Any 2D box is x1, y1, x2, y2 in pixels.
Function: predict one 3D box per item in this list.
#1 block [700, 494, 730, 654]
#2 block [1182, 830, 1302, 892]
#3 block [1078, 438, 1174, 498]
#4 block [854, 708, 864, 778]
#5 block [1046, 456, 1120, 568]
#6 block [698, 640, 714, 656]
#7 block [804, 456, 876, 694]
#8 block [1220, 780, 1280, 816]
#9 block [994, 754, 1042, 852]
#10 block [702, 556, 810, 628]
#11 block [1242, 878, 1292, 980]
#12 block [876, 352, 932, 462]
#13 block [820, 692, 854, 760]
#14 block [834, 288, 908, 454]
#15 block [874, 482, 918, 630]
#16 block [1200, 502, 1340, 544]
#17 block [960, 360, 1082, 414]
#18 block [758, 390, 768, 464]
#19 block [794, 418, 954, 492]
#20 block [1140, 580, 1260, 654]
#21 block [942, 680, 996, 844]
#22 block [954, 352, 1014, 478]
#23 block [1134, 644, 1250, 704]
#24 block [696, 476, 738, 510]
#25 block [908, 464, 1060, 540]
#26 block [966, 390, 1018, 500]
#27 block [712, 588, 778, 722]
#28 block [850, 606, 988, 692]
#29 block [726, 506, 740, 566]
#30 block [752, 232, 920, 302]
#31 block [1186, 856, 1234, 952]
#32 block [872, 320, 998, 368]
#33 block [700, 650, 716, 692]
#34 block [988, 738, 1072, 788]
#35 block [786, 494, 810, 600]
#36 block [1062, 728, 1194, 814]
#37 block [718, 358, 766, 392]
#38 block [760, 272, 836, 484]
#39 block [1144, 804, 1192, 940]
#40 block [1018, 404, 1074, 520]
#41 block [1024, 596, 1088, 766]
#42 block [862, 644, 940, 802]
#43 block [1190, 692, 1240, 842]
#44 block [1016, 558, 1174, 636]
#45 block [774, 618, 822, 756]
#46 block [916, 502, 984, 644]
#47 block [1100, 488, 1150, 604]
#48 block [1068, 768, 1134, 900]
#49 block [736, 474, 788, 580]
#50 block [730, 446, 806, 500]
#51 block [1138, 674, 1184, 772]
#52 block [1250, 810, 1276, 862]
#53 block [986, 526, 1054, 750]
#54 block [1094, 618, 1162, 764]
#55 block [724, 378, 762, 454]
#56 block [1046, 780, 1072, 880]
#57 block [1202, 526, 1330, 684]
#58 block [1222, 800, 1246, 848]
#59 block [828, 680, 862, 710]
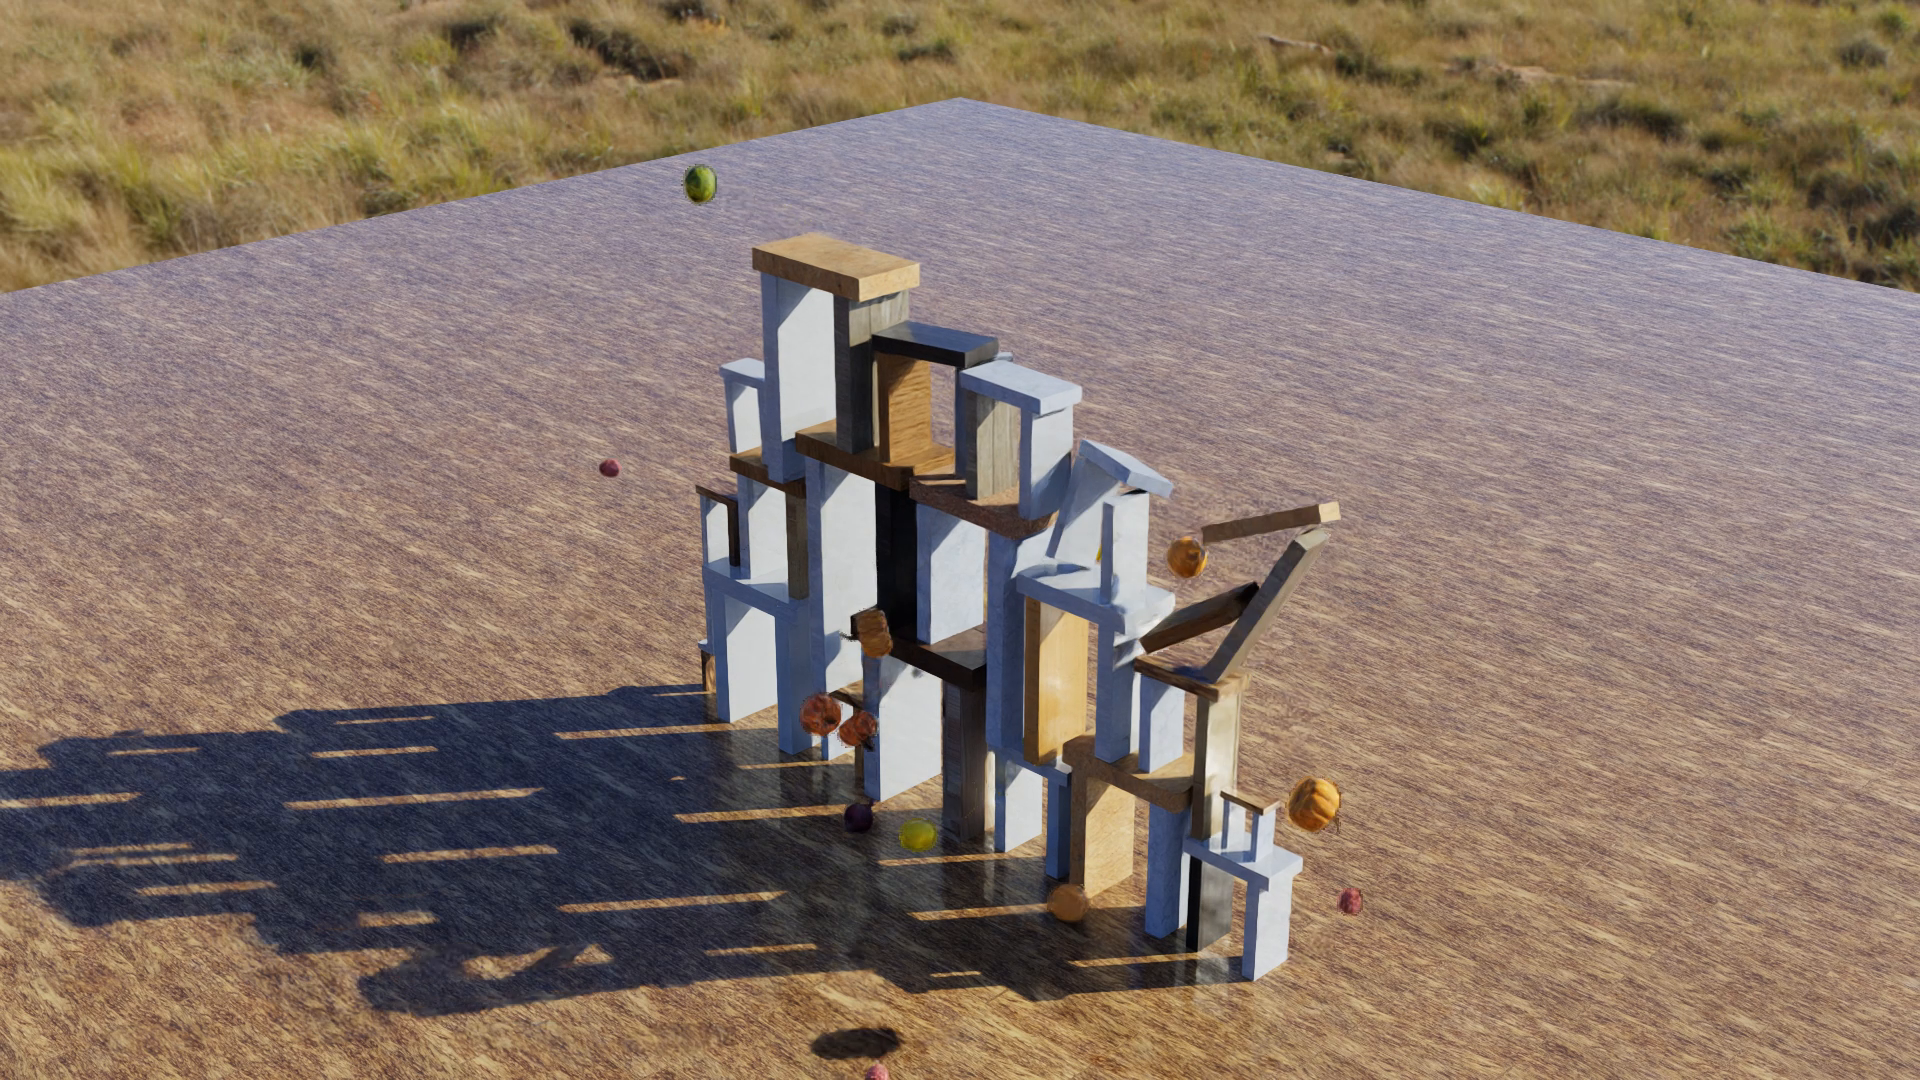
[{"bbox_3d":[-0.529,0.068,4.824,0.019,0.376,0.068,21,31,41],"label":"block"},{"bbox_3d":[0.502,0.559,3.912,0.194,0.027,0.097,21,31,41],"label":"block"},{"bbox_3d":[0.298,-0.130,3.969,0.095,0.027,0.190,16,12,-29],"label":"block"},{"bbox_3d":[-0.184,0.410,4.593,0.022,0.157,0.079,21,31,41],"label":"block"},{"bbox_3d":[0.229,-0.049,4.025,0.095,0.190,0.027,14,6,-37],"label":"block"},{"bbox_3d":[-0.534,0.242,4.913,0.101,0.014,0.050,21,31,41],"label":"block"},{"bbox_3d":[-0.239,0.054,4.510,0.152,0.517,0.043,-21,31,-40],"label":"block"},{"bbox_3d":[0.510,0.453,3.862,0.048,0.014,0.096,-21,31,-40],"label":"block"},{"bbox_3d":[0.115,0.499,4.318,0.104,0.208,0.029,-21,31,-41],"label":"block"},{"bbox_3d":[-0.390,0.096,4.683,0.311,0.044,0.155,21,31,41],"label":"block"},{"bbox_3d":[0.547,0.679,3.913,0.097,0.193,0.027,-21,31,-41],"label":"block"},{"bbox_3d":[-0.107,-0.267,4.219,0.108,0.216,0.031,-21,30,-40],"label":"block"},{"bbox_3d":[-0.258,0.381,4.661,0.022,0.158,0.079,21,31,41],"label":"block"},{"bbox_3d":[-0.170,-0.337,4.262,0.044,0.312,0.156,21,31,40],"label":"block"},{"bbox_3d":[-0.096,0.012,4.337,0.043,0.303,0.152,21,31,40],"label":"block"},{"bbox_3d":[0.531,-0.029,3.762,0.211,0.030,0.106,-11,-2,27],"label":"block"},{"bbox_3d":[0.109,-0.279,3.998,0.105,0.030,0.210,-20,30,-39],"label":"block"},{"bbox_3d":[-0.375,-0.241,4.537,0.080,0.159,0.023,-21,27,-40],"label":"block"},{"bbox_3d":[-0.168,-0.175,4.335,0.303,0.043,0.152,21,31,40],"label":"block"},{"bbox_3d":[0.420,0.136,3.834,0.212,0.030,0.106,-25,7,47],"label":"block"},{"bbox_3d":[0.044,0.411,4.352,0.049,0.345,0.172,21,31,41],"label":"block"},{"bbox_3d":[0.044,-0.235,4.166,0.108,0.236,0.031,-2,19,-5],"label":"block"},{"bbox_3d":[0.410,0.234,3.895,0.186,0.026,0.093,20,29,39],"label":"block"},{"bbox_3d":[-0.497,-0.101,4.717,0.068,0.019,0.137,-21,31,-41],"label":"block"},{"bbox_3d":[0.053,-0.078,4.151,0.143,0.041,0.286,-20,30,-39],"label":"block"},{"bbox_3d":[0.059,-0.189,4.092,0.105,0.210,0.030,-20,29,-40],"label":"block"},{"bbox_3d":[-0.464,0.231,4.820,0.044,0.310,0.155,21,31,41],"label":"block"},{"bbox_3d":[-0.037,0.198,4.350,0.172,0.049,0.345,-21,31,-40],"label":"block"},{"bbox_3d":[-0.465,-0.017,4.718,0.019,0.137,0.068,21,31,41],"label":"block"},{"bbox_3d":[-0.242,-0.531,4.261,0.156,0.044,0.312,-21,31,-40],"label":"block"},{"bbox_3d":[0.456,0.643,3.997,0.027,0.194,0.097,21,31,41],"label":"block"},{"bbox_3d":[-0.048,-0.369,4.140,0.216,0.031,0.108,14,27,33],"label":"block"},{"bbox_3d":[-0.558,0.286,4.957,0.014,0.101,0.050,21,31,41],"label":"block"},{"bbox_3d":[0.164,0.409,4.226,0.104,0.029,0.208,-21,31,-41],"label":"block"},{"bbox_3d":[-0.304,-0.002,4.560,0.116,0.232,0.033,-21,31,-41],"label":"block"},{"bbox_3d":[0.335,0.413,4.036,0.274,0.039,0.137,21,31,40],"label":"block"},{"bbox_3d":[-0.416,-0.341,4.540,0.080,0.023,0.159,-21,30,-41],"label":"block"},{"bbox_3d":[-0.320,-0.340,4.422,0.044,0.433,0.156,20,30,40],"label":"block"},{"bbox_3d":[0.403,0.582,4.039,0.039,0.274,0.137,21,31,40],"label":"block"},{"bbox_3d":[0.156,-0.149,3.998,0.105,0.210,0.030,-20,30,-39],"label":"block"},{"bbox_3d":[0.181,0.246,4.135,0.133,0.341,0.038,-21,31,-41],"label":"block"},{"bbox_3d":[-0.118,0.347,4.501,0.049,0.345,0.172,21,31,41],"label":"block"},{"bbox_3d":[0.455,0.393,3.911,0.026,0.278,0.093,19,28,39],"label":"block"},{"bbox_3d":[0.244,0.096,4.005,0.266,0.038,0.133,21,31,41],"label":"block"},{"bbox_3d":[-0.317,0.288,4.685,0.044,0.310,0.155,21,31,41],"label":"block"},{"bbox_3d":[-0.018,0.047,4.276,0.143,0.286,0.041,-20,31,-40],"label":"block"},{"bbox_3d":[0.293,0.011,3.912,0.027,0.190,0.095,21,31,41],"label":"block"},{"bbox_3d":[0.270,0.532,4.157,0.137,0.274,0.039,-21,31,-40],"label":"block"},{"bbox_3d":[-0.413,-0.044,4.661,0.033,0.232,0.116,21,31,41],"label":"block"},{"bbox_3d":[-0.359,-0.145,4.558,0.116,0.033,0.232,-21,31,-40],"label":"block"},{"bbox_3d":[0.364,0.318,3.972,0.026,0.186,0.093,20,30,41],"label":"block"},{"bbox_3d":[0.532,0.513,3.862,0.048,0.096,0.014,-21,32,-41],"label":"block"},{"bbox_3d":[0.116,0.172,4.181,0.143,0.442,0.041,-21,31,-40],"label":"block"},{"bbox_3d":[0.307,0.260,4.006,0.038,0.266,0.133,21,31,40],"label":"block"},{"bbox_3d":[-0.450,-0.269,4.606,0.080,0.159,0.023,-21,27,-40],"label":"block"},{"bbox_3d":[0.213,0.538,4.227,0.104,0.208,0.029,-21,31,-41],"label":"block"},{"bbox_3d":[0.523,0.112,3.775,0.030,0.303,0.106,40,29,16],"label":"block"},{"bbox_3d":[0.486,0.495,3.904,0.014,0.096,0.048,22,31,40],"label":"block"},{"bbox_3d":[-0.221,0.313,4.592,0.157,0.022,0.079,21,31,40],"label":"block"}]
